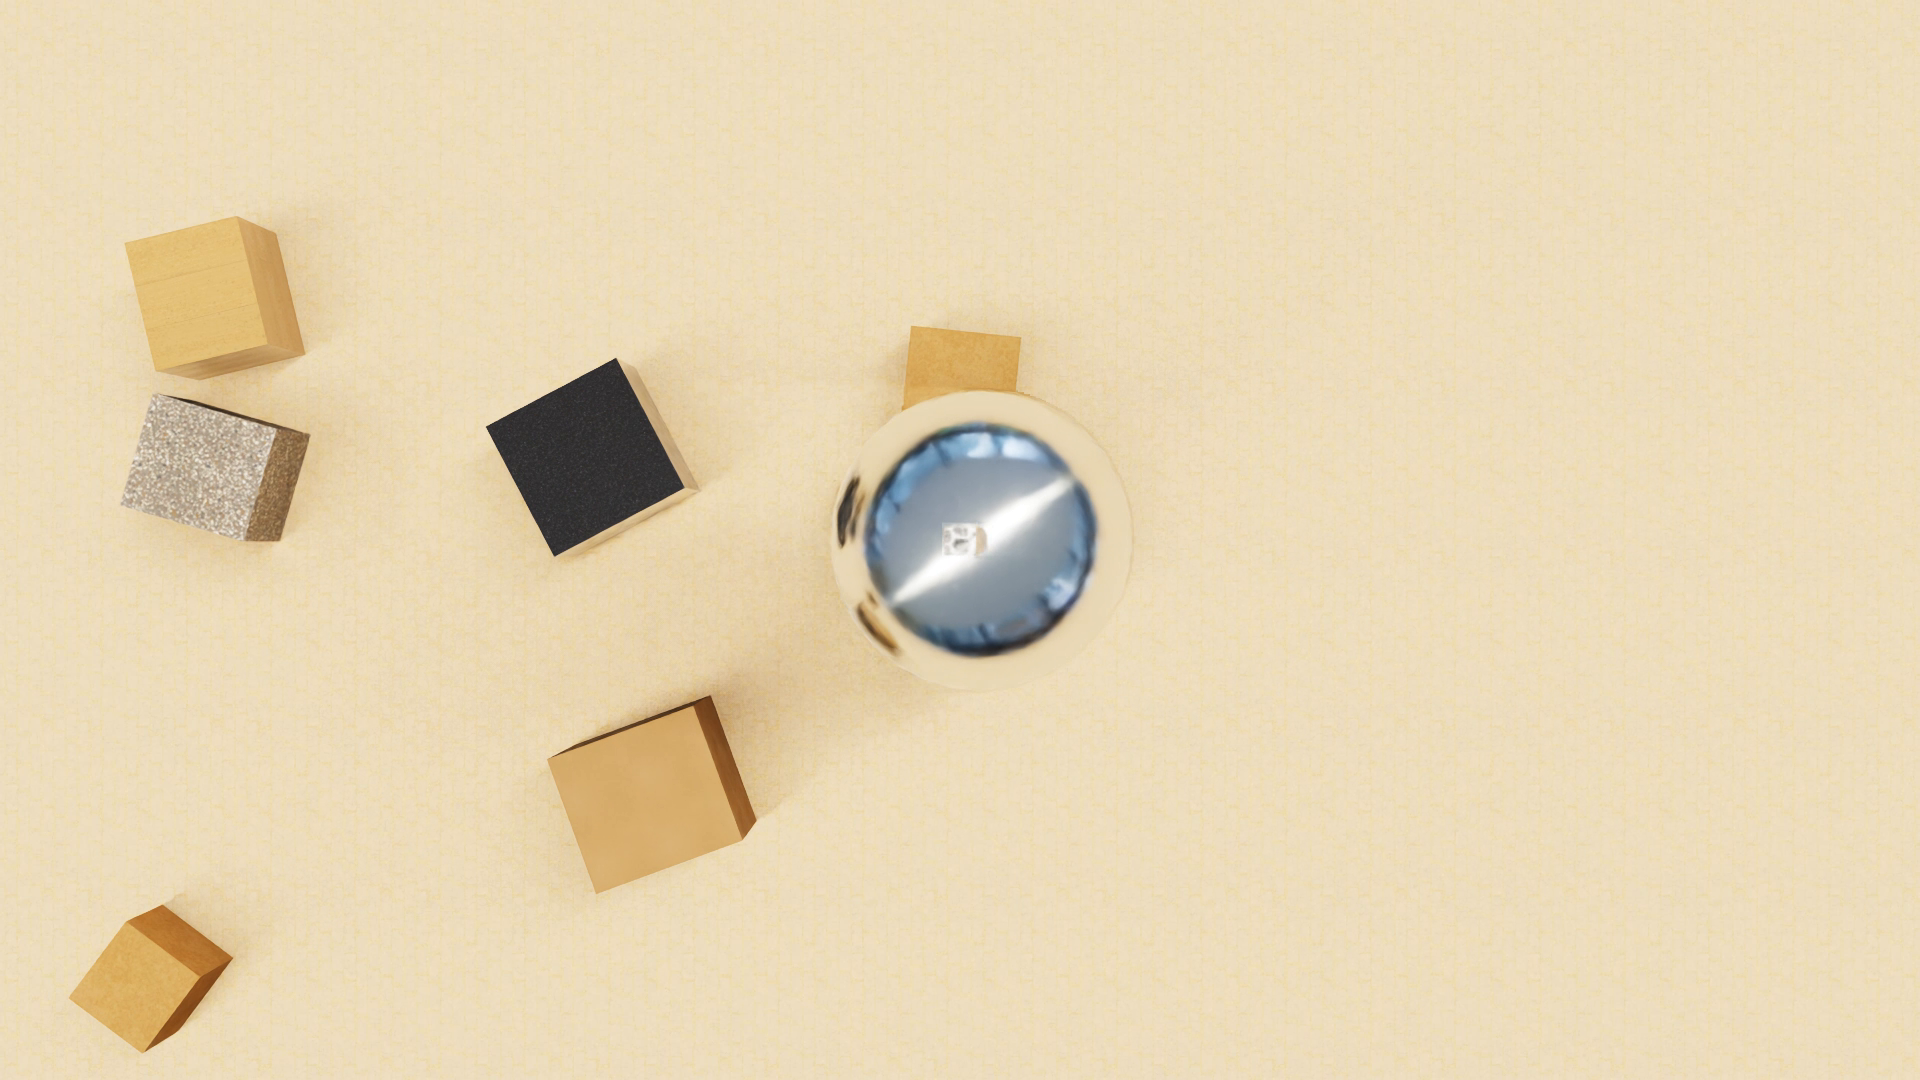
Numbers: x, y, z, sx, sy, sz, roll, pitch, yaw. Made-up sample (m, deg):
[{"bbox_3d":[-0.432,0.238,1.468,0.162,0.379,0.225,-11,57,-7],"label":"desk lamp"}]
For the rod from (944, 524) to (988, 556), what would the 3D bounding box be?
[{"bbox_3d":[0.049,0.000,8.229,0.080,5.200,0.080,0,90,1],"label":"rod"}]

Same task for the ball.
[{"bbox_3d":[0.113,0.000,11.629,1.600,1.600,1.600,0,90,0],"label":"ball"}]

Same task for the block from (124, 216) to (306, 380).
[{"bbox_3d":[-4.269,-1.378,12.645,0.646,0.711,0.738,-14,90,0],"label":"block"}]

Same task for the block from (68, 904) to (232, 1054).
[{"bbox_3d":[-4.668,2.529,12.714,0.525,0.572,0.542,37,90,0],"label":"block"}]

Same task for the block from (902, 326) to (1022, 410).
[{"bbox_3d":[0.003,-0.876,12.684,0.624,0.633,0.598,6,90,0],"label":"block"}]

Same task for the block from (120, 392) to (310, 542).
[{"bbox_3d":[-4.277,-0.409,12.672,0.724,0.656,0.660,16,90,0],"label":"block"}]

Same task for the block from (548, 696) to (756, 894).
[{"bbox_3d":[-1.742,1.436,12.573,0.861,0.854,0.793,-20,90,0],"label":"block"}]

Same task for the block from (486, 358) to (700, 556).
[{"bbox_3d":[-2.089,-0.461,12.628,0.824,0.745,0.822,-28,90,0],"label":"block"}]
